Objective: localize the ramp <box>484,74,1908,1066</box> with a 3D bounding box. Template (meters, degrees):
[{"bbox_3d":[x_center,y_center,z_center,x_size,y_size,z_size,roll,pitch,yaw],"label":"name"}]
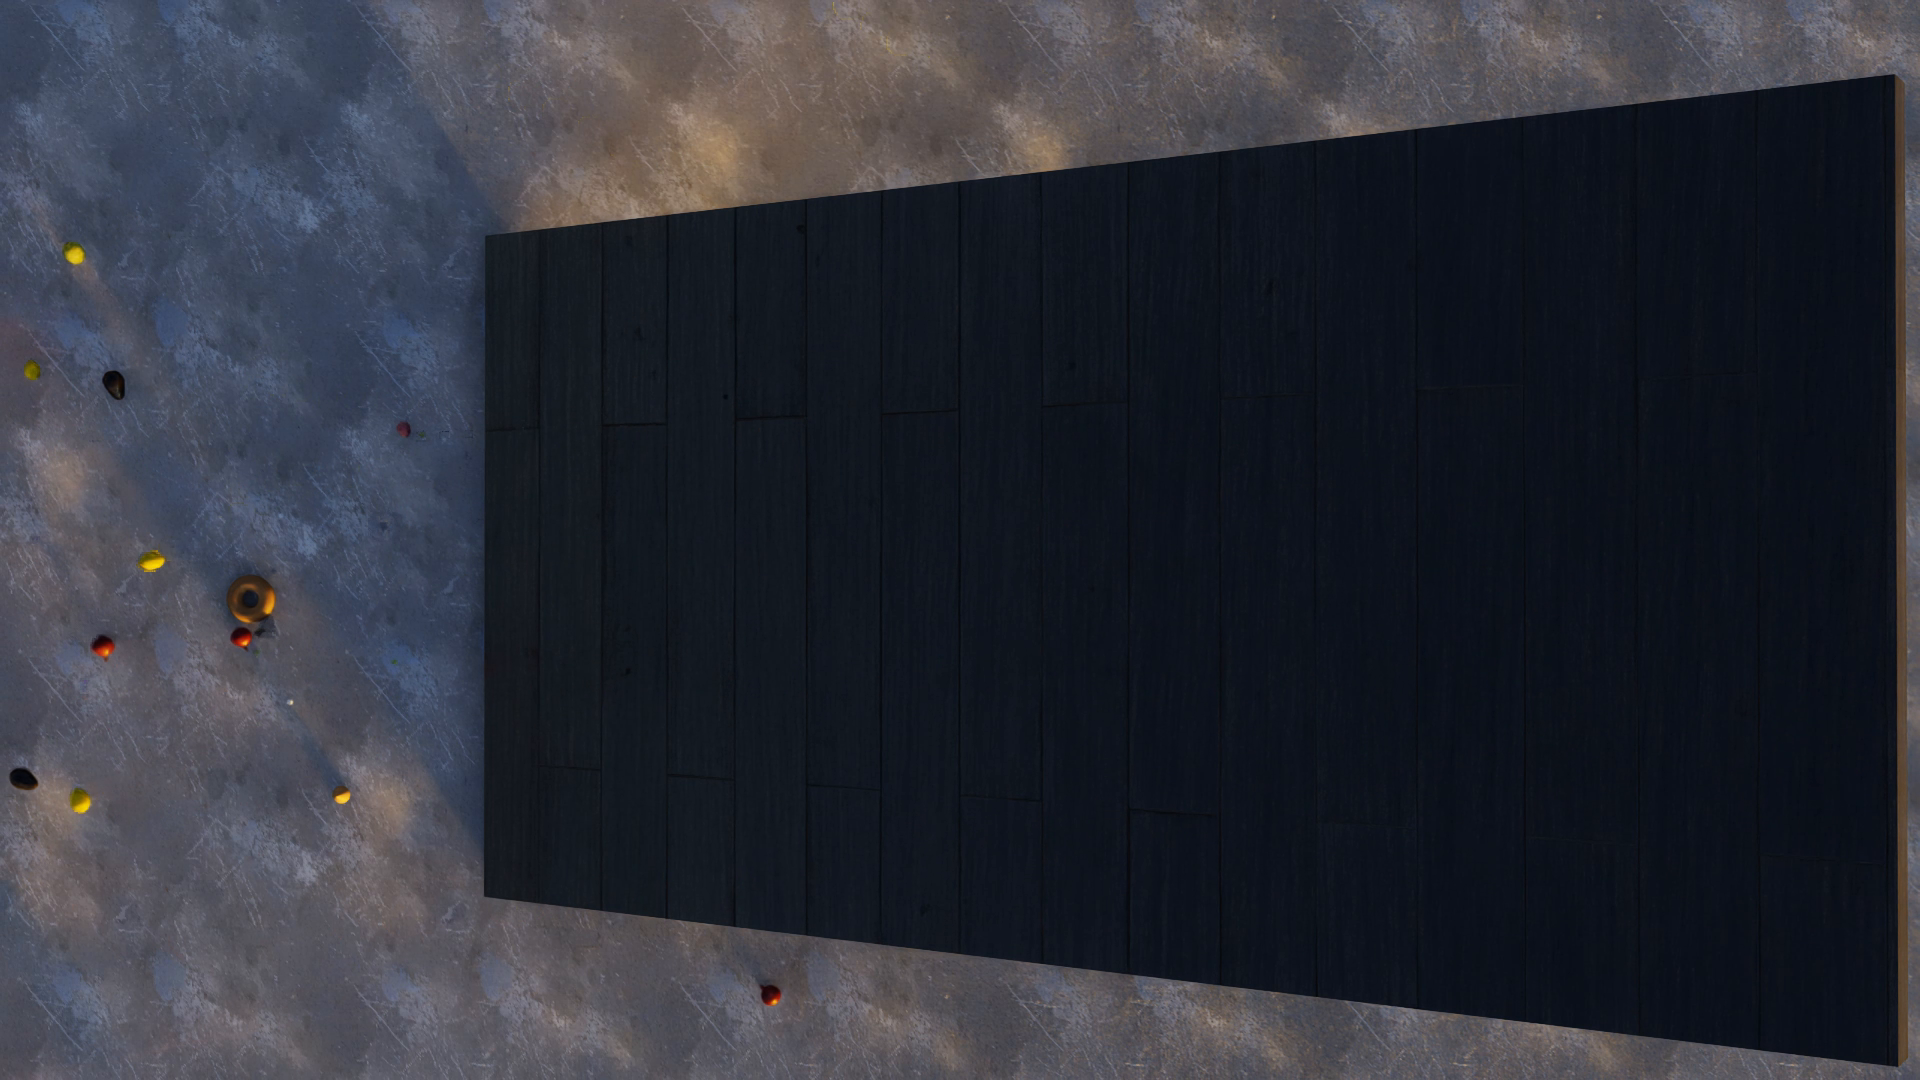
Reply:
[{"bbox_3d":[0.252,0.069,5.583,4.000,0.100,2.000,0,89,34],"label":"ramp"}]

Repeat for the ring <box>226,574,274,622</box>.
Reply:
[{"bbox_3d":[-2.165,0.179,6.712,0.146,0.049,0.146,0,91,0],"label":"ring"}]

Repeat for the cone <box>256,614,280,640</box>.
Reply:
[{"bbox_3d":[-2.111,0.256,6.718,0.072,0.072,0.072,1,63,0],"label":"cone"}]

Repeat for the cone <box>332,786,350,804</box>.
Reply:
[{"bbox_3d":[-1.894,0.779,6.703,0.054,0.054,0.054,0,90,0],"label":"cone"}]

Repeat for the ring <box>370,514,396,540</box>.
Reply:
[{"bbox_3d":[-1.764,-0.041,6.724,0.083,0.028,0.083,0,90,-1],"label":"ring"}]
